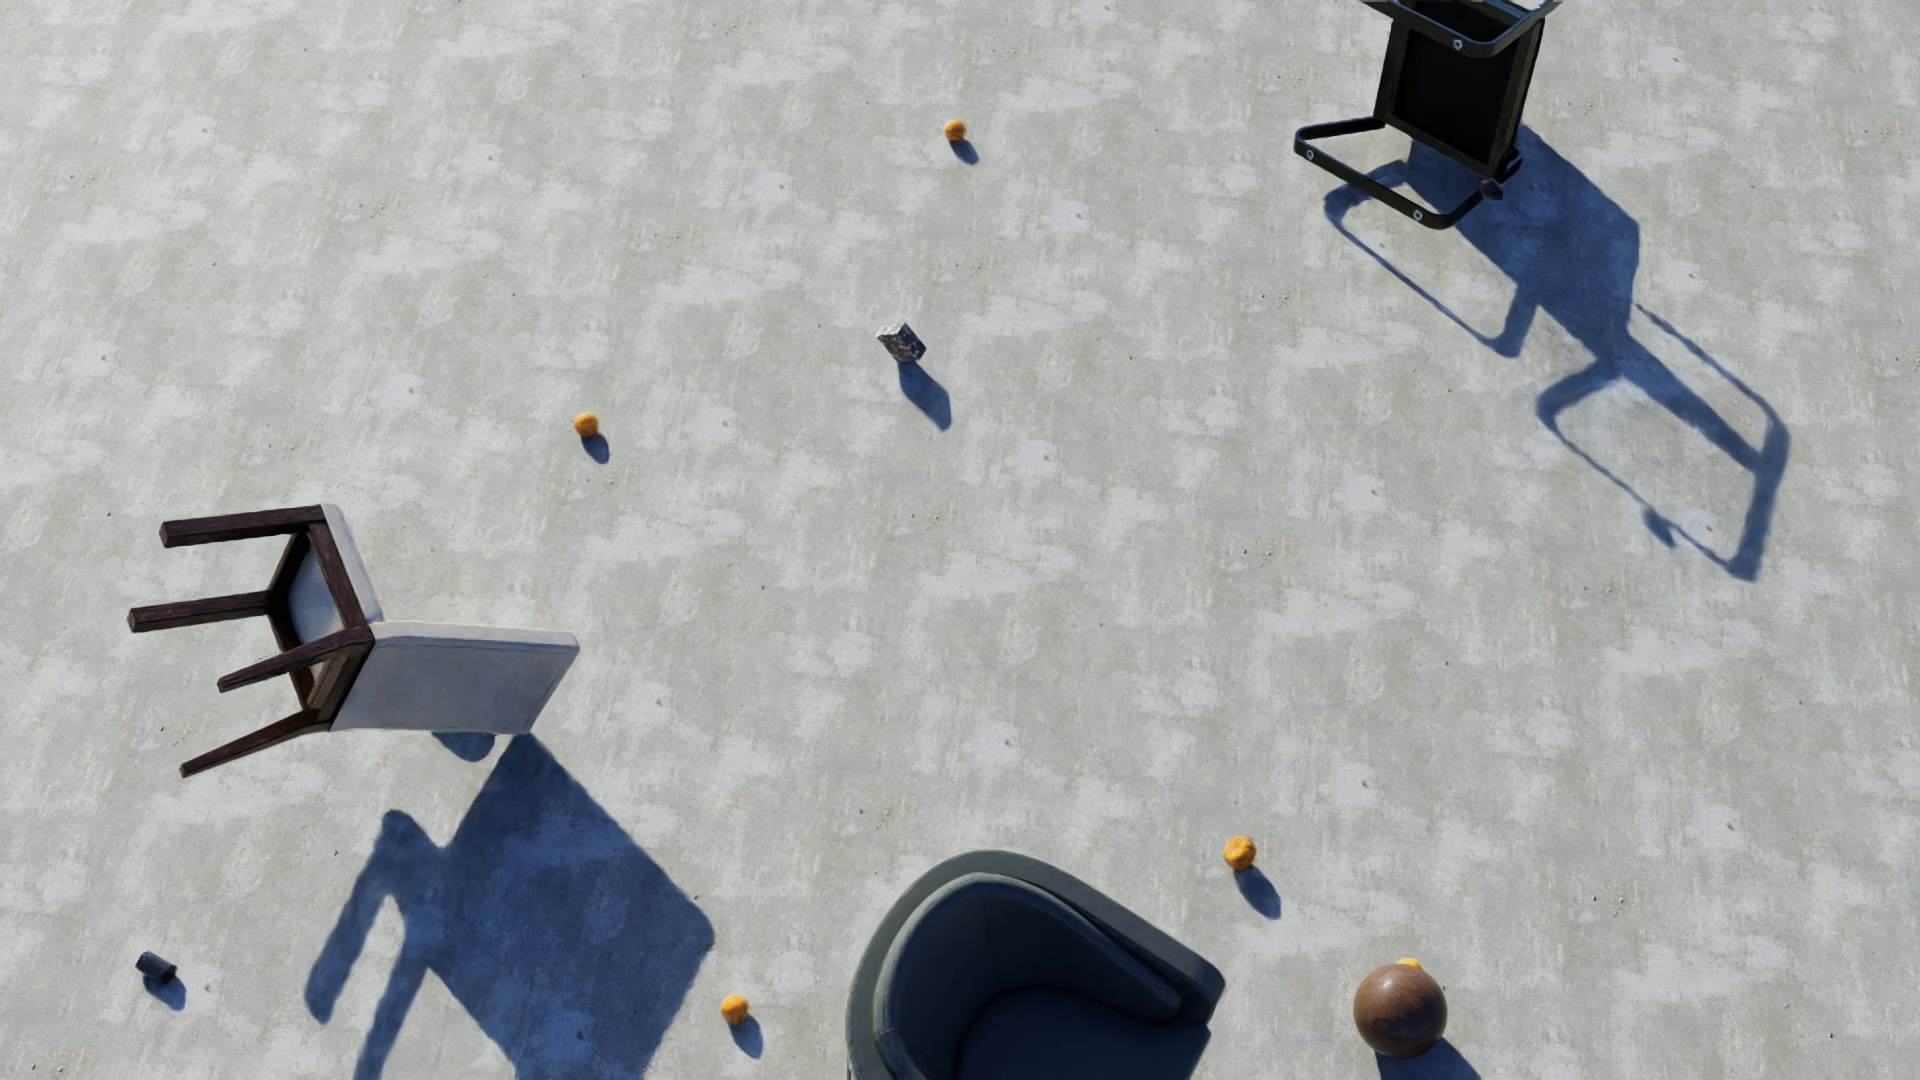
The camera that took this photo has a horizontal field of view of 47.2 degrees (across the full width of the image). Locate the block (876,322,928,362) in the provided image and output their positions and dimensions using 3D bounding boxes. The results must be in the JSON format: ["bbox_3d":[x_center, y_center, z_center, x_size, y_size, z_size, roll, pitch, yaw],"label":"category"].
[{"bbox_3d":[-0.185,-0.619,6.890,0.109,0.119,0.049,-1,49,49],"label":"block"}]

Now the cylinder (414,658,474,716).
[{"bbox_3d":[-1.461,0.416,6.230,0.084,0.106,0.154,34,70,20],"label":"cylinder"}]

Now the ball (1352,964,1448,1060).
[{"bbox_3d":[1.126,1.204,5.622,0.240,0.240,0.240,0,56,0],"label":"ball"}]

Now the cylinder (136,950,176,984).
[{"bbox_3d":[-2.115,1.125,5.787,0.087,0.049,0.057,23,55,18],"label":"cylinder"}]
